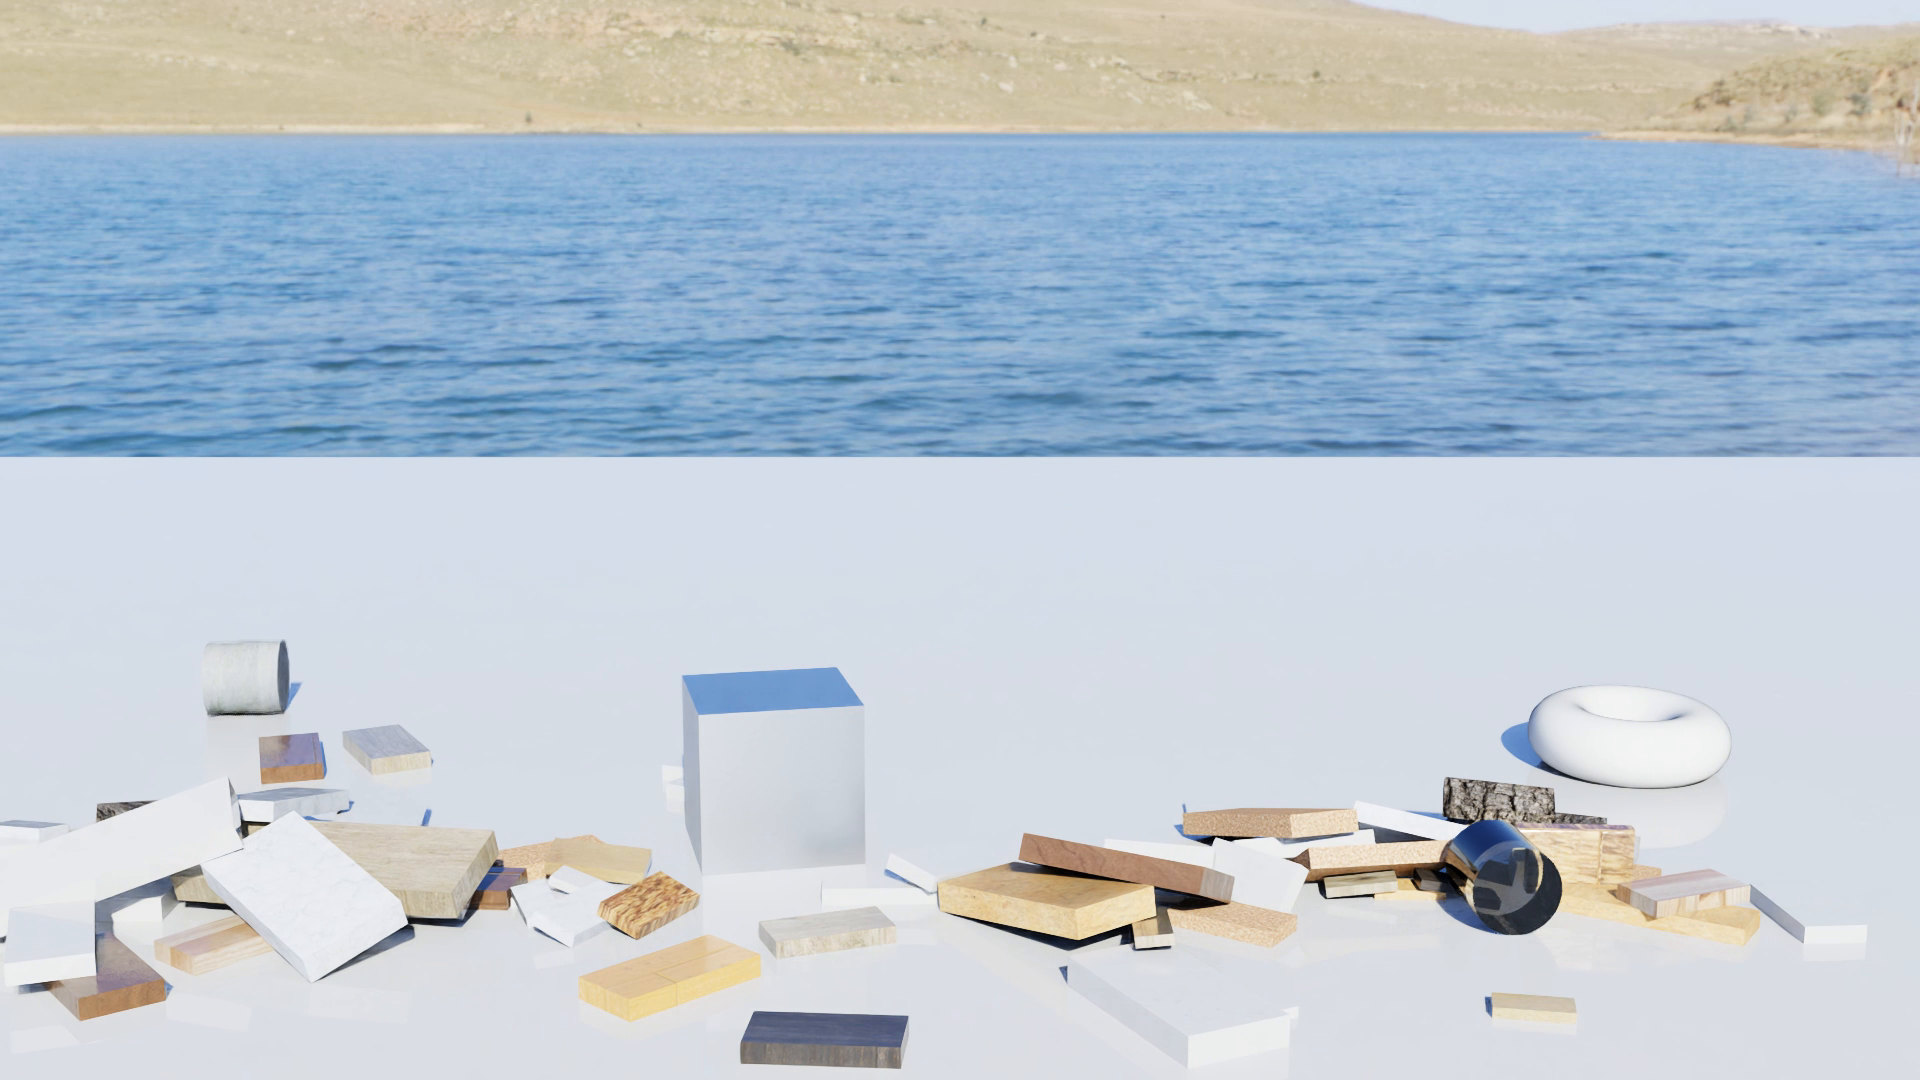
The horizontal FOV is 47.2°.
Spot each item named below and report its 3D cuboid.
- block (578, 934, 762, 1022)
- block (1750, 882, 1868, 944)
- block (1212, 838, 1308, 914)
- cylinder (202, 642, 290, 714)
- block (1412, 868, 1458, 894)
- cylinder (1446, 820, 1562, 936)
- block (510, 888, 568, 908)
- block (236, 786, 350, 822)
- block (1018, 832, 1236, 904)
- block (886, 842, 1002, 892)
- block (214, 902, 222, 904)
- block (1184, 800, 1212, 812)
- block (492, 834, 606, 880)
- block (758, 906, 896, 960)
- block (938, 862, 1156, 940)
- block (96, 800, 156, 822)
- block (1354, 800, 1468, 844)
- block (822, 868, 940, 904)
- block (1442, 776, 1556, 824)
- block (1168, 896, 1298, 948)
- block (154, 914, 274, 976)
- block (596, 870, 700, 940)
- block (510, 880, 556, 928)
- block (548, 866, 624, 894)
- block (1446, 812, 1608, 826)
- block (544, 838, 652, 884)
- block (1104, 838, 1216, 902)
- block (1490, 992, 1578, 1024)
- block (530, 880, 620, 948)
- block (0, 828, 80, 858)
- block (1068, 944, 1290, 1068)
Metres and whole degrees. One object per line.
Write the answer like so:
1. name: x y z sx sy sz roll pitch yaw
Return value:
1. block: -0.429 0.648 3.263 0.122 0.035 0.245 10 15 44
2. block: 1.363 0.599 3.540 0.101 0.029 0.202 -1 11 -4
3. block: 0.476 0.556 3.607 0.184 0.092 0.026 12 -21 47
4. cylinder: -1.557 0.301 4.799 0.157 0.157 0.157 -1 11 -8
5. block: 0.816 0.570 3.650 0.117 0.017 0.058 9 11 -2
6. cylinder: 0.873 0.541 3.537 0.145 0.145 0.145 -1 11 -4
7. block: -0.674 0.591 3.617 0.113 0.016 0.057 2 11 12
8. block: -1.152 0.448 3.735 0.117 0.033 0.235 1 -1 15
9. block: 0.269 0.530 3.549 0.312 0.044 0.156 7 -11 27
10. block: -0.025 0.547 3.685 0.098 0.028 0.195 22 12 34
11. block: -1.154 0.560 3.649 0.232 0.033 0.116 3 28 15
12. block: 0.444 0.505 4.092 0.046 0.013 0.093 0 11 2
13. block: -0.710 0.551 3.801 0.199 0.028 0.099 -6 12 -31
14. block: -0.208 0.616 3.455 0.195 0.028 0.098 -4 11 -21
15. block: 0.135 0.572 3.510 0.166 0.047 0.332 -9 6 -39
16. block: -1.321 0.479 3.799 0.286 0.041 0.143 2 4 -42
17. block: 0.800 0.509 3.753 0.250 0.035 0.125 11 -22 22
18. block: -0.130 0.577 3.662 0.195 0.028 0.098 0 11 -1
19. block: 0.943 0.460 3.850 0.189 0.027 0.094 5 25 11
20. block: 0.434 0.606 3.509 0.184 0.026 0.092 7 13 34
21. block: -1.125 0.620 3.424 0.110 0.031 0.220 8 13 38
22. block: -0.500 0.587 3.542 0.084 0.024 0.167 27 20 20
23. block: -0.687 0.589 3.566 0.057 0.016 0.113 -11 23 -22
24. block: -0.615 0.572 3.626 0.113 0.016 0.057 20 14 9
25. block: 1.014 0.520 3.941 0.268 0.038 0.134 4 11 20
26. block: -0.615 0.547 3.741 0.167 0.024 0.084 7 21 0
27. block: 0.327 0.550 3.649 0.184 0.092 0.026 3 -32 14
28. block: 0.826 0.674 3.169 0.117 0.017 0.059 2 11 11
29. block: -0.597 0.595 3.508 0.084 0.024 0.167 25 20 23
30. block: -1.518 0.527 3.742 0.337 0.048 0.168 -1 1 -27
31. block: 0.309 0.661 3.160 0.166 0.047 0.332 -5 12 -26
